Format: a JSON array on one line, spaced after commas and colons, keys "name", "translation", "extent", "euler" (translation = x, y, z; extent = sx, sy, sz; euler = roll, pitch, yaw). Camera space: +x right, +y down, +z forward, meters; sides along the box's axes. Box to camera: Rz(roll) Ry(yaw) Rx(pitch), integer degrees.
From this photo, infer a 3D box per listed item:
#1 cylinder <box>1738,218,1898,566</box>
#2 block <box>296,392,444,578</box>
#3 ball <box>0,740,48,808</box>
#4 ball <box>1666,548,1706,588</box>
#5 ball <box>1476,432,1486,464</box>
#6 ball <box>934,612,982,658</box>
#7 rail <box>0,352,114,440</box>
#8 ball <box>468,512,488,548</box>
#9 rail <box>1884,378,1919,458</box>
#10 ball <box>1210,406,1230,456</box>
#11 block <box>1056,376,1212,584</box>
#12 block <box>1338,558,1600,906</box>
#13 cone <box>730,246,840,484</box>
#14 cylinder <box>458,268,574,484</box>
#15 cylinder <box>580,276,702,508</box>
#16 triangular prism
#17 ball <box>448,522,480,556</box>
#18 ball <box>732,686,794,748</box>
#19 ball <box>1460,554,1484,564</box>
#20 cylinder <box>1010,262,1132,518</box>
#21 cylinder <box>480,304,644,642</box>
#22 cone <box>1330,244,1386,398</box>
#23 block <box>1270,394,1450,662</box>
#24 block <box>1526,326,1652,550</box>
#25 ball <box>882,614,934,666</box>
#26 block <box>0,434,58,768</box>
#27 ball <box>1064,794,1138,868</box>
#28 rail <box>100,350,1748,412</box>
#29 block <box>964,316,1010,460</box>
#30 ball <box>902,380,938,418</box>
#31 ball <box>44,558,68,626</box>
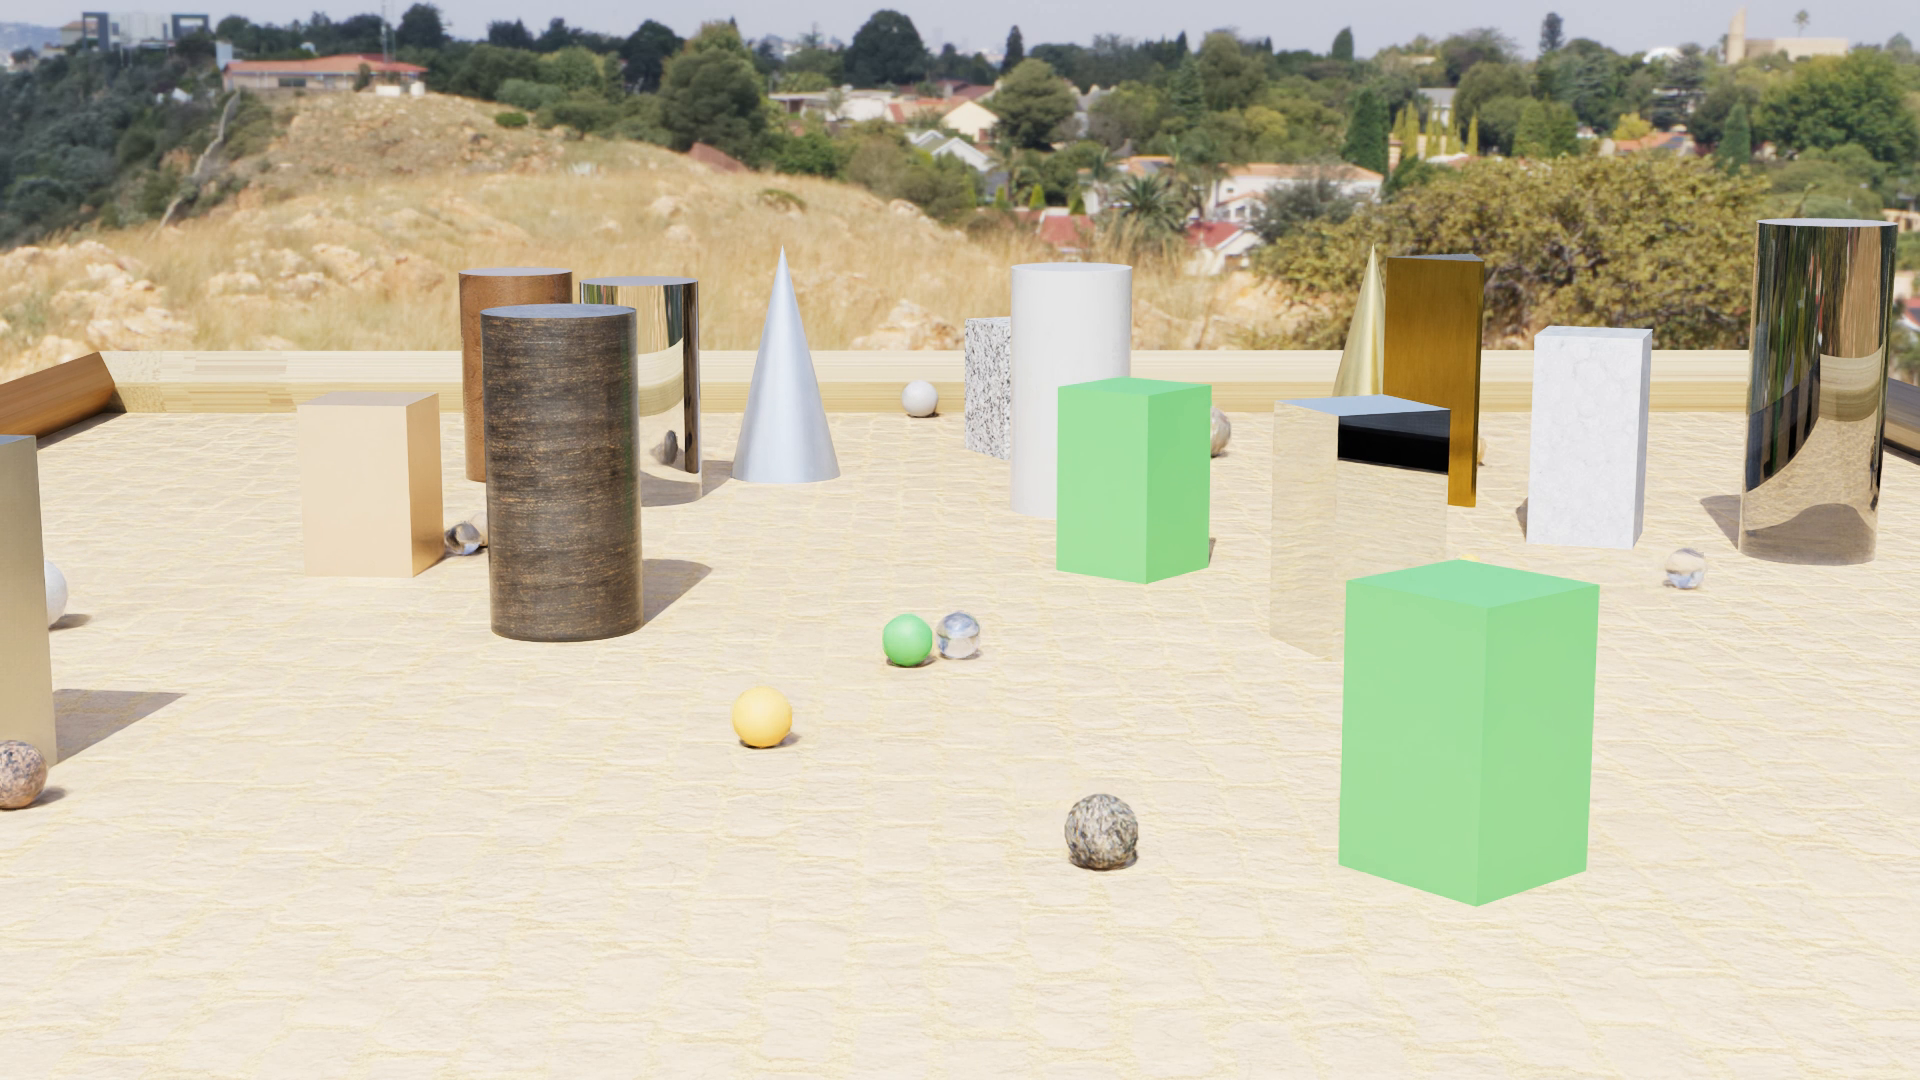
[{"name": "cylinder", "translation": [1.281, -0.225, 3.837], "extent": [0.199, 0.498, 0.199], "euler": [0, 10, 0]}, {"name": "block", "translation": [-0.860, -0.083, 3.757], "extent": [0.160, 0.249, 0.160], "euler": [1, 11, 5]}, {"name": "ball", "translation": [-0.942, 0.232, 2.549], "extent": [0.068, 0.068, 0.068], "euler": [0, 10, 0]}, {"name": "ball", "translation": [1.024, 0.040, 3.619], "extent": [0.057, 0.057, 0.057], "euler": [0, 10, 0]}, {"name": "ball", "translation": [0.933, -0.169, 4.720], "extent": [0.067, 0.067, 0.067], "euler": [0, 10, 0]}, {"name": "ball", "translation": [-0.002, 0.119, 3.189], "extent": [0.058, 0.058, 0.058], "euler": [0, 10, 0]}, {"name": "rail", "translation": [-1.789, 0.035, 3.439], "extent": [0.045, 0.130, 4.077], "euler": [0, 10, 0]}, {"name": "ball", "translation": [-0.727, -0.016, 3.927], "extent": [0.055, 0.055, 0.055], "euler": [0, 10, 0]}, {"name": "rail", "translation": [1.789, 0.031, 3.459], "extent": [0.045, 0.130, 4.077], "euler": [0, 10, 0]}, {"name": "ball", "translation": [0.461, -0.204, 4.828], "extent": [0.098, 0.098, 0.098], "euler": [0, 10, 0]}, {"name": "block", "translation": [0.253, -0.090, 3.736], "extent": [0.160, 0.270, 0.160], "euler": [8, 13, 38]}, {"name": "block", "translation": [0.462, 0.170, 2.336], "extent": [0.160, 0.268, 0.160], "euler": [-9, 14, -40]}, {"name": "cone", "translation": [-0.315, -0.321, 4.588], "extent": [0.199, 0.414, 0.199], "euler": [0, 10, 0]}, {"name": "cylinder", "translation": [-0.789, -0.296, 4.586], "extent": [0.199, 0.367, 0.199], "euler": [0, 10, 0]}, {"name": "cylinder", "translation": [-0.540, -0.254, 4.351], "extent": [0.199, 0.370, 0.199], "euler": [0, 10, 0]}, {"name": "triangular prism", "translation": [0.829, -0.276, 4.357], "extent": [0.173, 0.410, 0.150], "euler": [7, 13, 34]}, {"name": "ball", "translation": [-0.747, -0.001, 3.865], "extent": [0.049, 0.049, 0.049], "euler": [0, 10, 0]}, {"name": "ball", "translation": [-0.214, 0.191, 2.776], "extent": [0.066, 0.066, 0.066], "euler": [0, 10, 0]}, {"name": "ball", "translation": [0.727, 0.040, 3.659], "extent": [0.041, 0.041, 0.041], "euler": [0, 10, 0]}, {"name": "cylinder", "translation": [0.183, -0.250, 4.239], "extent": [0.199, 0.401, 0.199], "euler": [0, 10, 0]}, {"name": "cylinder", "translation": [-0.517, -0.091, 3.340], "extent": [0.199, 0.415, 0.199], "euler": [0, 10, 0]}, {"name": "cone", "translation": [0.752, -0.340, 4.707], "extent": [0.199, 0.409, 0.199], "euler": [0, 10, 0]}, {"name": "block", "translation": [0.504, -0.018, 3.246], "extent": [0.160, 0.307, 0.160], "euler": [-4, 11, -22]}, {"name": "block", "translation": [0.978, -0.162, 3.984], "extent": [0.160, 0.321, 0.160], "euler": [4, 11, 20]}, {"name": "ball", "translation": [-0.065, 0.123, 3.150], "extent": [0.064, 0.064, 0.064], "euler": [0, 10, 0]}, {"name": "block", "translation": [-1.044, 0.077, 2.612], "extent": [0.160, 0.351, 0.160], "euler": [2, 11, 8]}, {"name": "ball", "translation": [0.130, 0.267, 2.358], "extent": [0.068, 0.068, 0.068], "euler": [0, 10, 0]}, {"name": "rail", "translation": [-0.012, -0.333, 5.430], "extent": [3.626, 0.130, 0.045], "euler": [0, 10, 0]}, {"name": "block", "translation": [0.117, -0.293, 4.884], "extent": [0.160, 0.251, 0.160], "euler": [-5, 12, -27]}, {"name": "ball", "translation": [-0.084, -0.296, 5.380], "extent": [0.078, 0.078, 0.078], "euler": [0, 10, 0]}, {"name": "ball", "translation": [-1.213, 0.070, 3.339], "extent": [0.100, 0.100, 0.100], "euler": [0, 10, 0]}]
